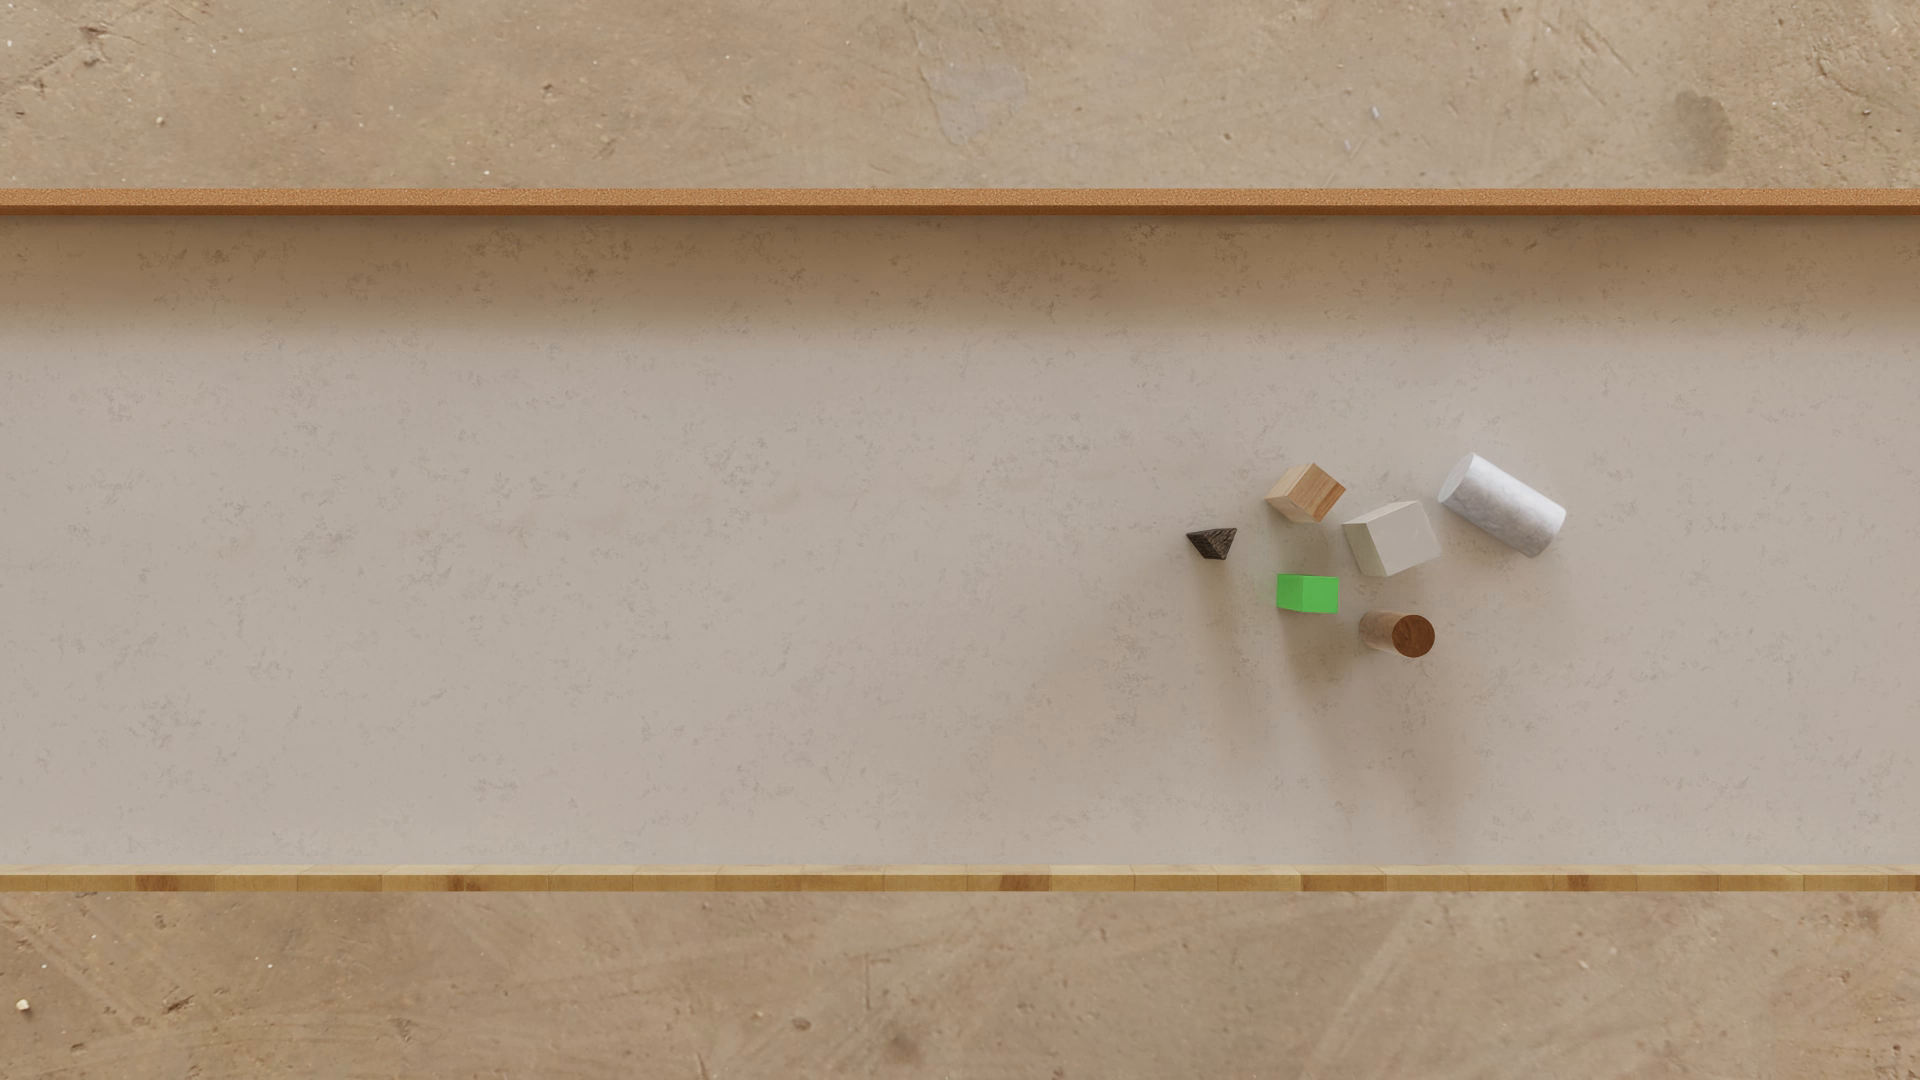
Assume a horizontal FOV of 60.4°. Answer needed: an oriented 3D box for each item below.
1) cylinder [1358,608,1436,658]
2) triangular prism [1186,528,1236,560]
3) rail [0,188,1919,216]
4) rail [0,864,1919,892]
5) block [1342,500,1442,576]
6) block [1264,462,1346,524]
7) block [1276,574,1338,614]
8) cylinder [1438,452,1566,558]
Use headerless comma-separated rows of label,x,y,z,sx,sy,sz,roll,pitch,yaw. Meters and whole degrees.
cylinder,1.288,0.273,4.880,0.123,0.393,0.123,0,90,0
triangular prism,0.758,-0.007,4.894,0.084,0.366,0.096,-38,90,0
rail,-2.247,-1.025,5.002,12.000,0.150,0.050,0,90,0
rail,-2.247,1.025,5.001,12.000,0.150,0.050,0,90,0
block,1.284,-0.004,4.925,0.169,0.303,0.169,-23,90,0
block,1.021,-0.136,4.898,0.122,0.357,0.122,39,90,0
block,1.026,0.156,4.885,0.101,0.383,0.101,2,90,0
cylinder,1.636,-0.105,4.987,0.323,0.180,0.180,32,90,0
